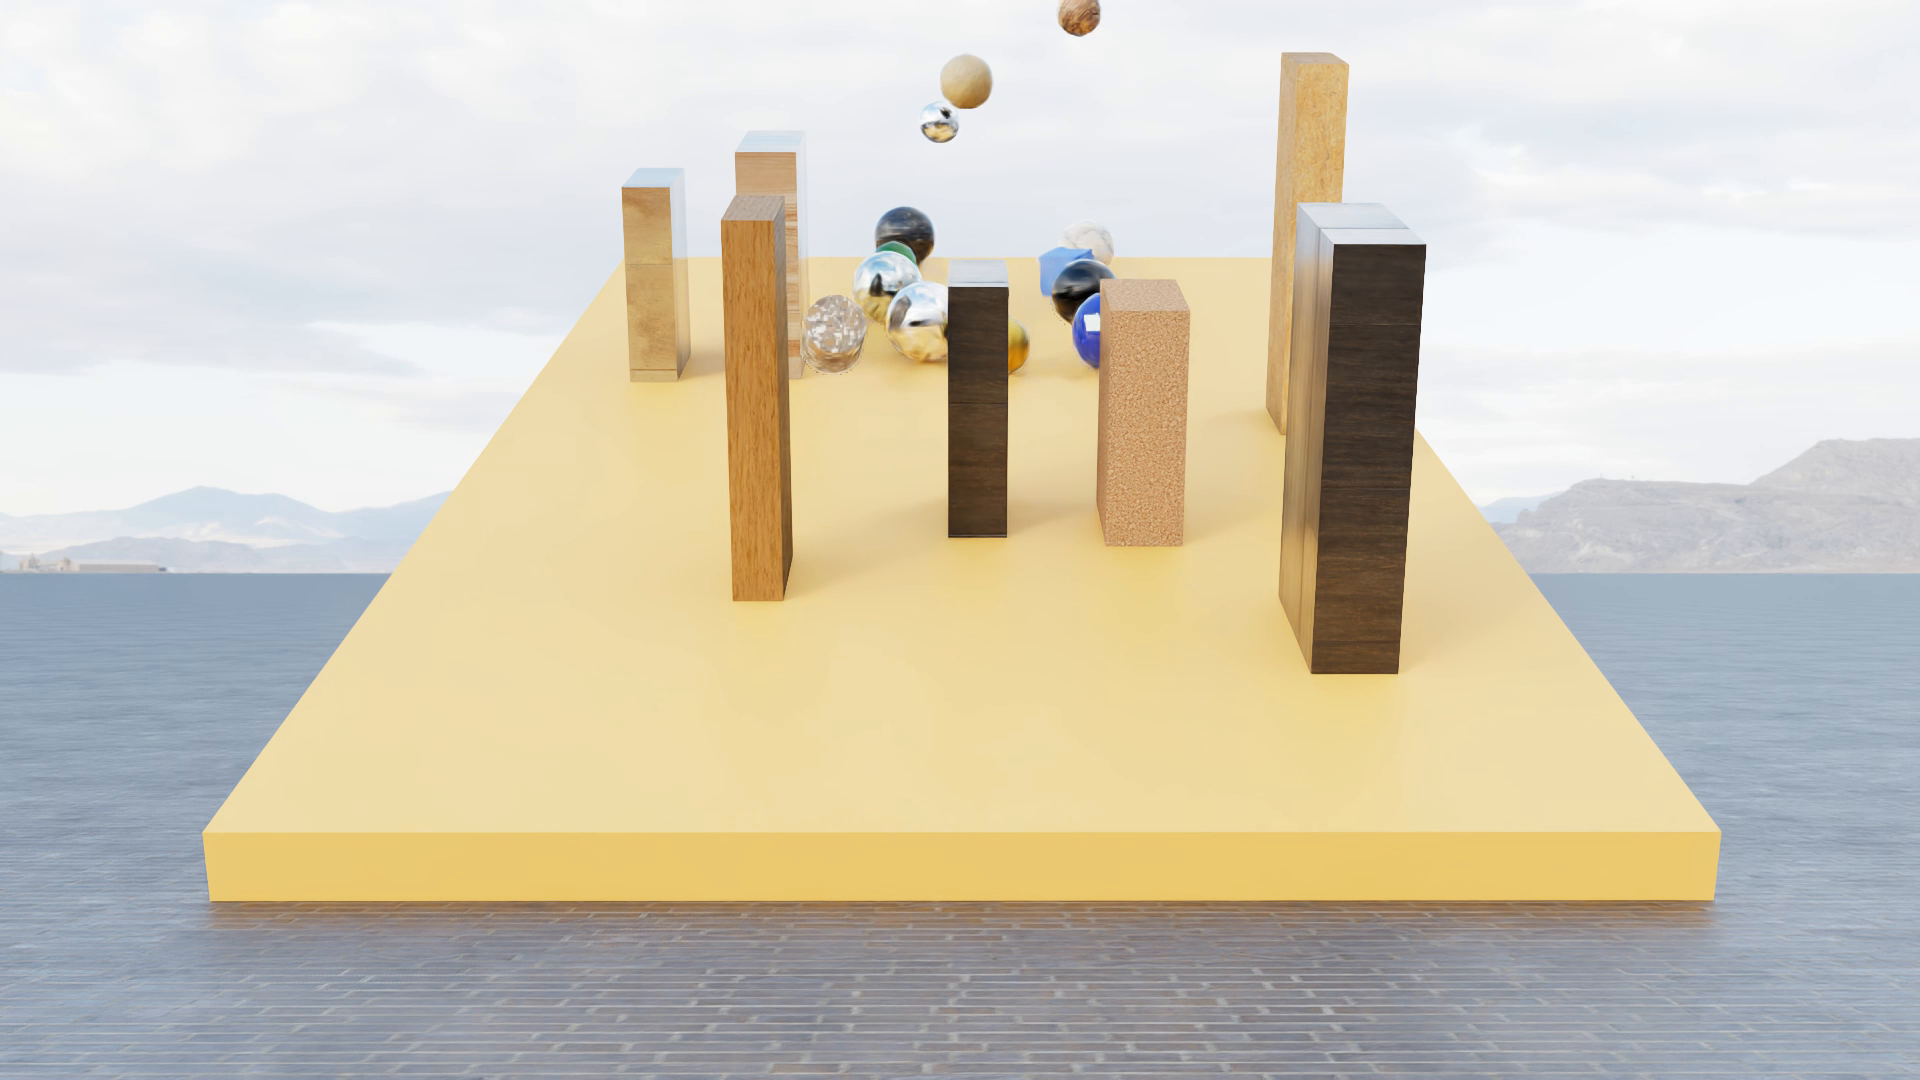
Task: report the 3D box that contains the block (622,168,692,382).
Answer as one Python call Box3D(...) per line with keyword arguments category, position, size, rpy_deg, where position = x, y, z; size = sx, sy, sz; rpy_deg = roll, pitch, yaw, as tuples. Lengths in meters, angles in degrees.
Box3D(category="block", position=(-0.721, -0.635, 5.333), size=(0.111, 0.460, 0.293), rpy_deg=(0, 18, 0))

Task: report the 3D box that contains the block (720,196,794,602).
Box3D(category="block", position=(-0.344, -0.243, 3.822), size=(0.086, 0.651, 0.248), rpy_deg=(0, 18, 0))

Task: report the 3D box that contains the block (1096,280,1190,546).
Box3D(category="block", position=(0.337, -0.240, 4.158), size=(0.141, 0.439, 0.281), rpy_deg=(0, 18, 0))

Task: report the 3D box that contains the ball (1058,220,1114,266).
Box3D(category="ball", position=(0.365, -0.842, 6.451), size=(0.164, 0.164, 0.164), rpy_deg=(0, -1, 0))

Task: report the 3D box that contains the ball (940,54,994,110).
Box3D(category="ball", position=(0.019, -1.304, 6.364), size=(0.157, 0.157, 0.157), rpy_deg=(0, -1, 0))

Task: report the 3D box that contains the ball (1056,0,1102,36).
Box3D(category="ball", position=(0.332, -1.470, 6.238), size=(0.128, 0.128, 0.128), rpy_deg=(0, -1, 0))

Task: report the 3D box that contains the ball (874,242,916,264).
Box3D(category="ball", position=(-0.186, -0.776, 6.302), size=(0.130, 0.130, 0.130), rpy_deg=(0, -1, 0))

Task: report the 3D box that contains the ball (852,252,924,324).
Box3D(category="ball", position=(-0.189, -0.662, 5.857), size=(0.187, 0.187, 0.187), rpy_deg=(0, -1, 0))

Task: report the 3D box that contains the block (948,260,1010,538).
Box3D(category="block", position=(0.032, -0.268, 4.188), size=(0.109, 0.471, 0.255), rpy_deg=(0, 18, 0))

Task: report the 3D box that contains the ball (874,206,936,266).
Box3D(category="ball", position=(-0.162, -0.889, 6.563), size=(0.184, 0.184, 0.184), rpy_deg=(0, -1, 0))

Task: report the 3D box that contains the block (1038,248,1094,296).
Box3D(category="block", position=(0.297, -0.743, 6.209), size=(0.112, 0.112, 0.112), rpy_deg=(5, 21, 27))

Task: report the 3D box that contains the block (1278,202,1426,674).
Box3D(category="block", position=(0.615, -0.169, 3.556), size=(0.136, 0.676, 0.365), rpy_deg=(0, 18, 0))

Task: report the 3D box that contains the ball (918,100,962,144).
Box3D(category="ball", position=(-0.059, -1.214, 6.498), size=(0.124, 0.124, 0.124), rpy_deg=(0, -1, 0))

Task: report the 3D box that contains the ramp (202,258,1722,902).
Box3D(category="ramp", position=(-0.004, -0.187, 4.862), size=(2.000, 0.100, 4.000), rpy_deg=(0, 18, 0))

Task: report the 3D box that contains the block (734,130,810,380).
Box3D(category="block", position=(-0.447, -0.691, 5.382), size=(0.141, 0.536, 0.366), rpy_deg=(0, 18, 0))

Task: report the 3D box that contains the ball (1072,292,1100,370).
Box3D(category="ball", position=(0.366, -0.498, 5.339), size=(0.199, 0.199, 0.199), rpy_deg=(0, -1, 0))

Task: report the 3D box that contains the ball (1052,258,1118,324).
Box3D(category="ball", position=(0.326, -0.640, 5.808), size=(0.178, 0.178, 0.178), rpy_deg=(0, -1, 0))

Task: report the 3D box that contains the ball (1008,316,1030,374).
Box3D(category="ball", position=(0.095, -0.464, 5.317), size=(0.146, 0.146, 0.146), rpy_deg=(0, -1, 0))

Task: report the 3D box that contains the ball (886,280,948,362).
Box3D(category="ball", position=(-0.083, -0.533, 5.452), size=(0.195, 0.195, 0.195), rpy_deg=(0, -1, 0))

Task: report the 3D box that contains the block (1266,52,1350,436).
Box3D(category="block", position=(0.744, -0.638, 4.821), size=(0.105, 0.787, 0.246), rpy_deg=(0, 18, 0))
